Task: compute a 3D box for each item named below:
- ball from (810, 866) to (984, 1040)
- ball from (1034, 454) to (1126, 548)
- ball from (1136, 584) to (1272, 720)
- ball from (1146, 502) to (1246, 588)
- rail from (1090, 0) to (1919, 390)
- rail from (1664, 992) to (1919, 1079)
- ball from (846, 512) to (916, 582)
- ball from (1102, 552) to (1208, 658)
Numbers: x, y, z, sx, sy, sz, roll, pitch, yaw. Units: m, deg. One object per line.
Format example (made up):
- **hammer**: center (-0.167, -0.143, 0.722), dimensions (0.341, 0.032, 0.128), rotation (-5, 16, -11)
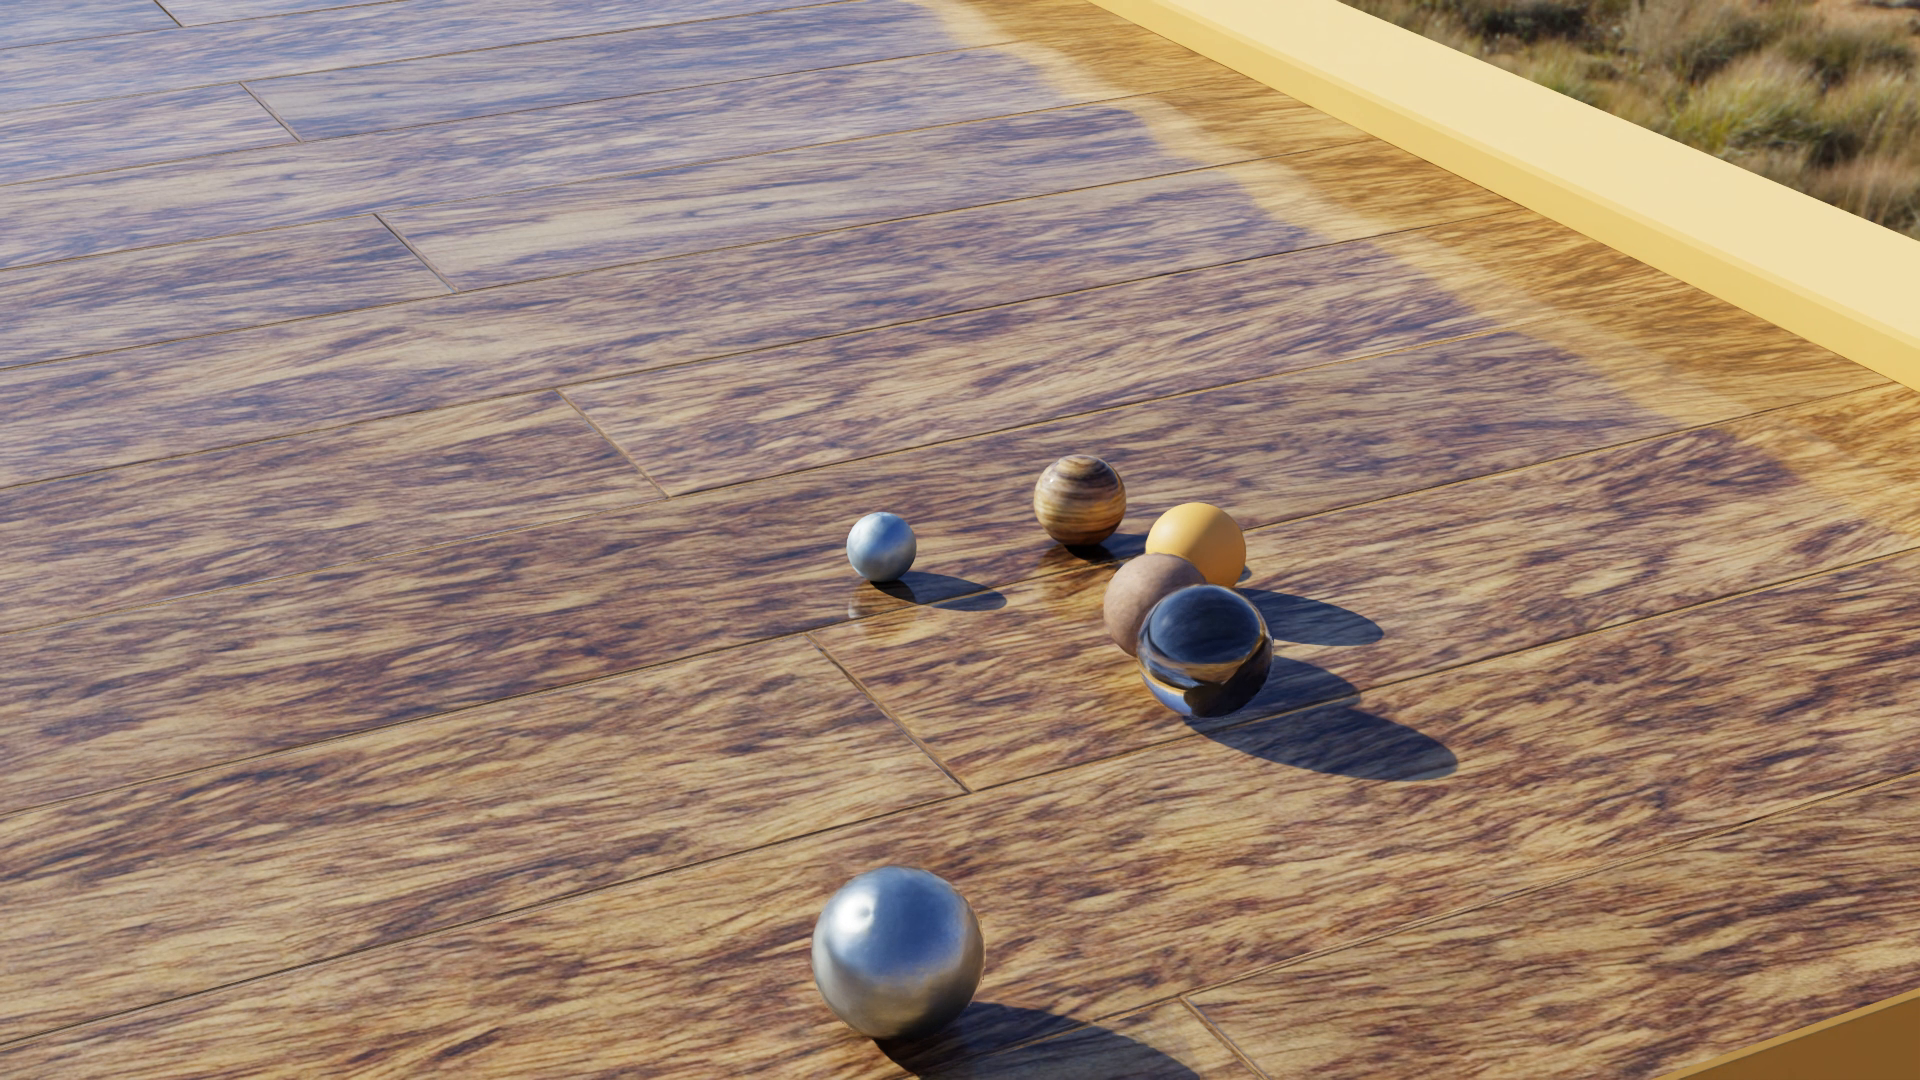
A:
- **ball**: center (-0.034, 0.222, 1.587), dimensions (0.094, 0.094, 0.094), rotation (0, 25, 0)
- **ball**: center (0.088, -0.029, 2.150), dimensions (0.068, 0.068, 0.068), rotation (0, 25, 0)
- **ball**: center (0.159, 0.072, 1.912), dimensions (0.088, 0.088, 0.088), rotation (0, 25, 0)
- **ball**: center (0.166, 0.009, 2.066), dimensions (0.071, 0.071, 0.071), rotation (0, 25, 0)
- **rail**: center (0.376, -0.502, 3.089), dimensions (0.045, 0.122, 3.315), rotation (-12, 28, -24)
- **rail**: center (0.368, 0.283, 1.424), dimensions (1.747, 0.122, 0.045), rotation (-12, 28, -24)
- **ball**: center (-0.056, 0.005, 2.099), dimensions (0.050, 0.050, 0.050), rotation (0, 25, 0)
- **ball**: center (0.134, 0.046, 1.985), dimensions (0.074, 0.074, 0.074), rotation (0, 25, 0)
